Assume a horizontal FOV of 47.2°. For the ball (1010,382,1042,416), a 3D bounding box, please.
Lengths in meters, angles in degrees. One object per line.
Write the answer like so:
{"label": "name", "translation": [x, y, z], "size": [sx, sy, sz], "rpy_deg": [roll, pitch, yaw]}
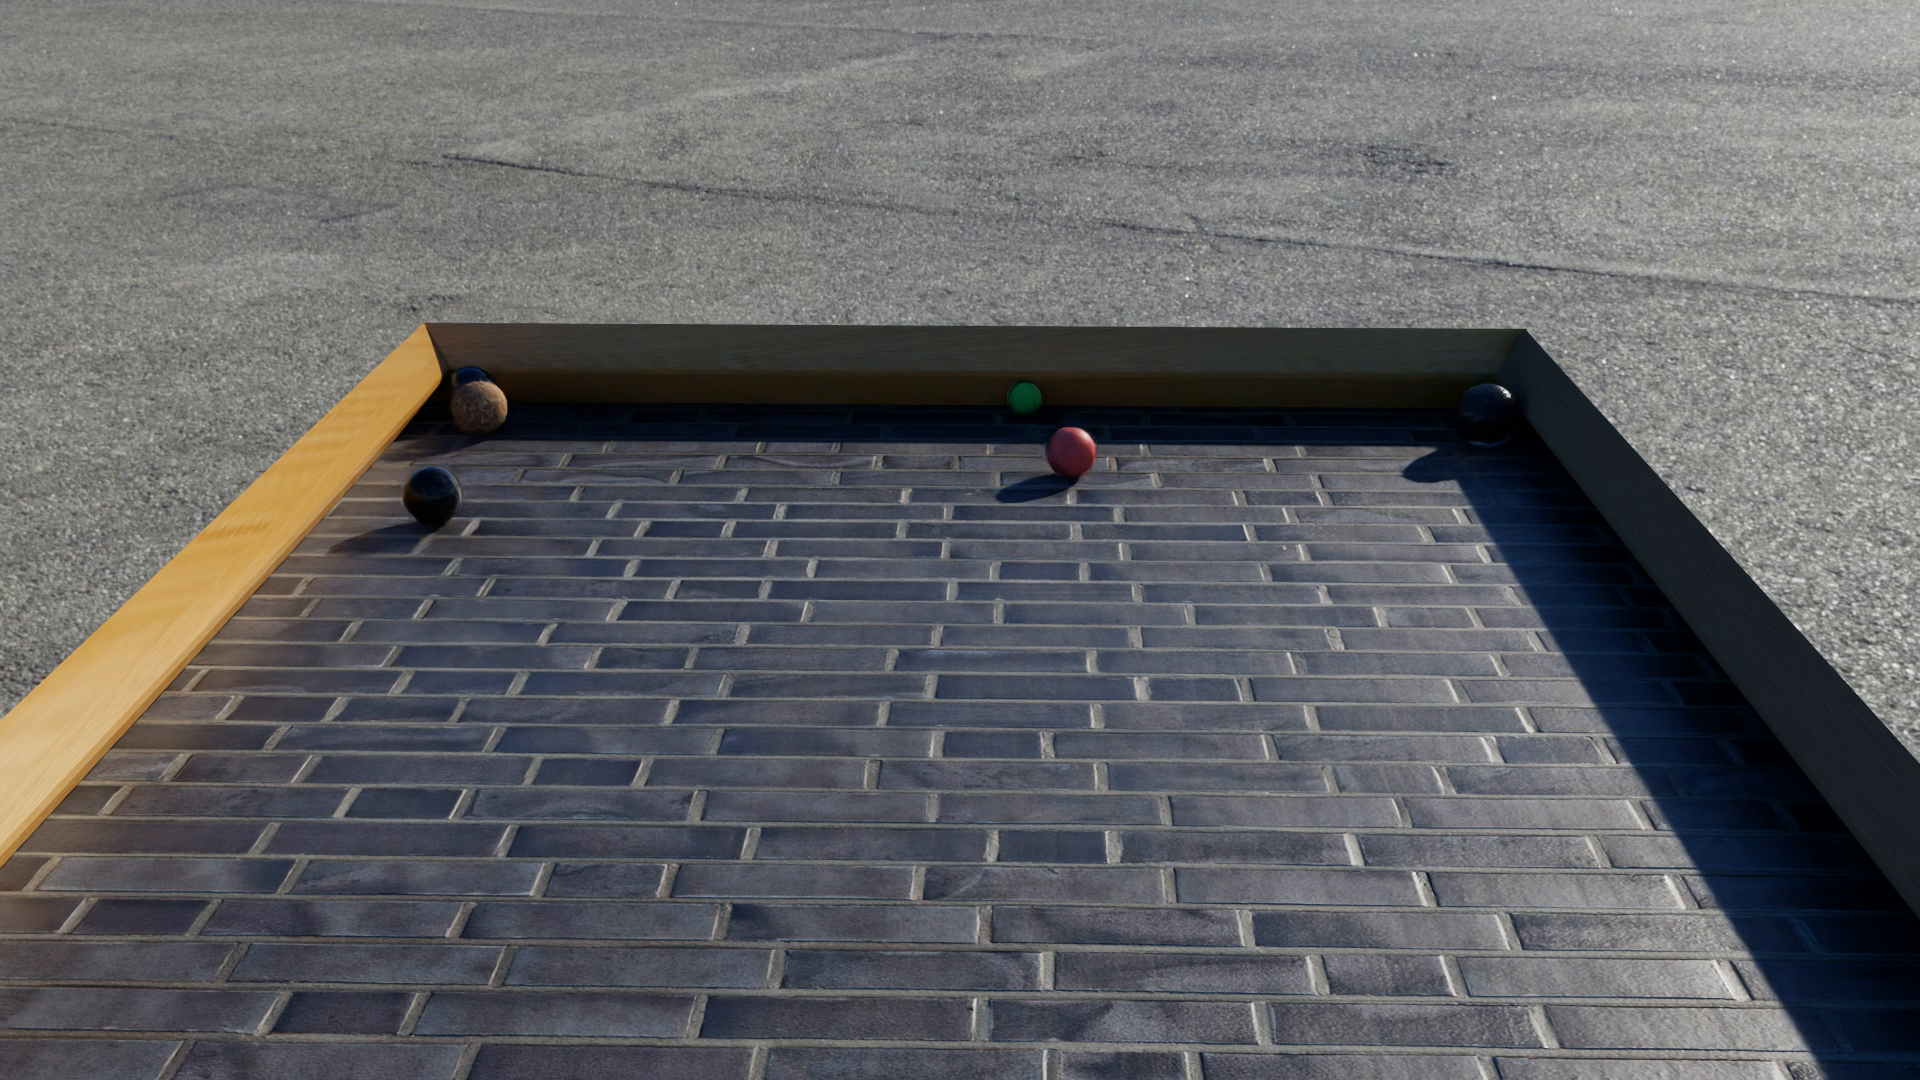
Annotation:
{"label": "ball", "translation": [0.091, -0.195, 3.038], "size": [0.046, 0.046, 0.046], "rpy_deg": [0, 19, 0]}

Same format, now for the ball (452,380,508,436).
{"label": "ball", "translation": [-0.644, -0.177, 2.947], "size": [0.074, 0.074, 0.074], "rpy_deg": [0, 19, 0]}

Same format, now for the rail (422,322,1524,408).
{"label": "rail", "translation": [0.015, -0.237, 3.055], "size": [1.536, 0.112, 0.045], "rpy_deg": [0, 19, 1]}

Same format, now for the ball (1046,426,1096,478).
{"label": "ball", "translation": [0.139, -0.111, 2.773], "size": [0.063, 0.063, 0.063], "rpy_deg": [0, 19, 0]}

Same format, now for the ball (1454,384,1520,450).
{"label": "ball", "translation": [0.691, -0.162, 2.884], "size": [0.086, 0.086, 0.086], "rpy_deg": [0, 19, 0]}

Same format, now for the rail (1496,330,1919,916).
{"label": "rail", "translation": [0.728, 0.206, 1.793], "size": [0.045, 0.112, 2.688], "rpy_deg": [0, 19, 1]}

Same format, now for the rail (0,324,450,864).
{"label": "rail", "translation": [-0.760, 0.195, 1.826], "size": [0.045, 0.112, 2.688], "rpy_deg": [0, 19, 1]}

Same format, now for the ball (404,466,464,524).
{"label": "ball", "translation": [-0.623, -0.053, 2.598], "size": [0.069, 0.069, 0.069], "rpy_deg": [0, 19, 0]}

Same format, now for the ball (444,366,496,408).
{"label": "ball", "translation": [-0.674, -0.204, 3.028], "size": [0.071, 0.071, 0.071], "rpy_deg": [0, 19, 0]}
